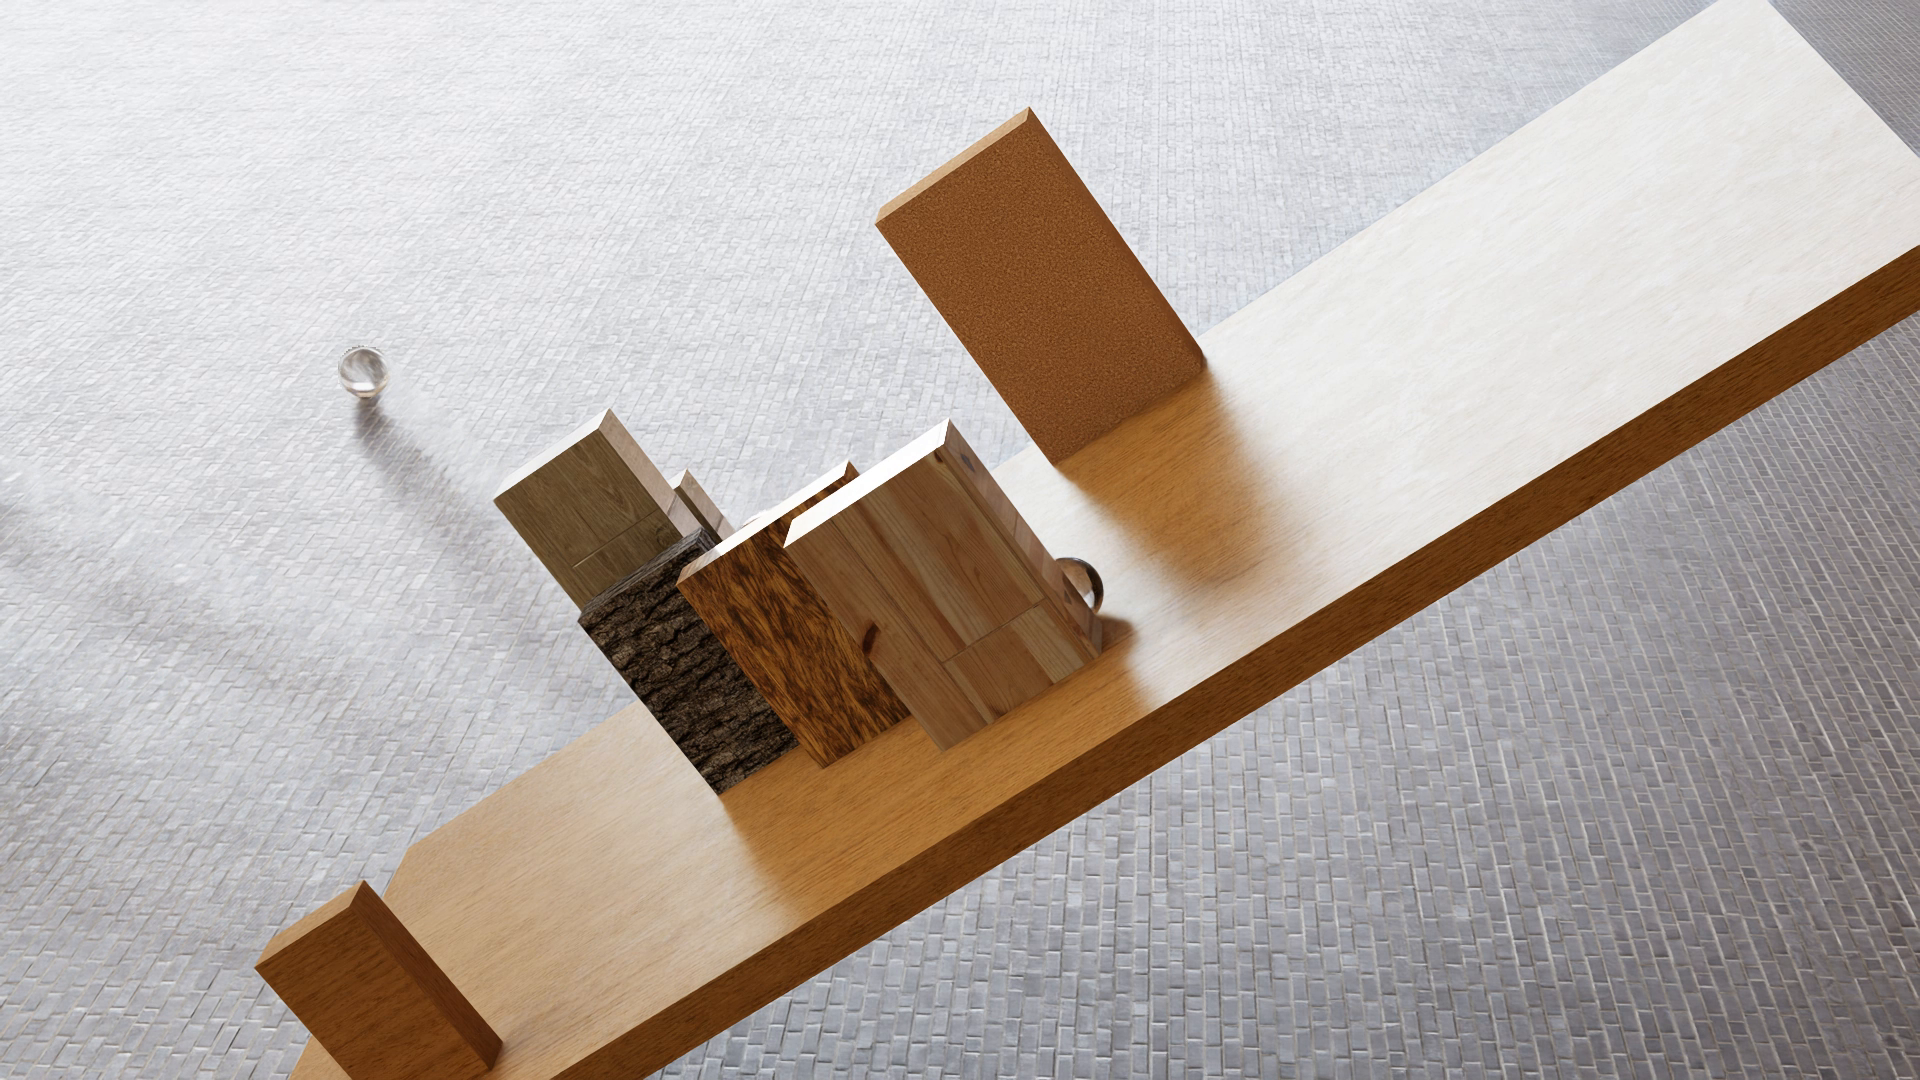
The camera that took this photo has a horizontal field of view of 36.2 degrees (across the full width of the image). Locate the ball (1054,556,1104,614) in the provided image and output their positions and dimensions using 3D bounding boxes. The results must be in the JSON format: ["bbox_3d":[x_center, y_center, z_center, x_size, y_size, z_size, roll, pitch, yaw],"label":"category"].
[{"bbox_3d":[0.216,0.105,5.872,0.144,0.144,0.144,0,22,0],"label":"ball"}]

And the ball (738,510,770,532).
[{"bbox_3d":[-0.420,0.030,6.670,0.195,0.195,0.195,0,22,0],"label":"ball"}]

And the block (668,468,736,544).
[{"bbox_3d":[-0.600,0.141,6.820,0.304,0.535,0.109,-33,16,15],"label":"block"}]

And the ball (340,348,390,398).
[{"bbox_3d":[-2.307,-0.648,11.400,0.194,0.194,0.194,0,22,0],"label":"ball"}]

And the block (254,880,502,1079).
[{"bbox_3d":[-1.164,0.934,5.906,0.250,0.448,0.113,-33,16,15],"label":"block"}]

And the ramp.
[{"bbox_3d":[0.135,0.175,6.308,4.000,0.100,2.000,-33,16,15],"label":"ramp"}]

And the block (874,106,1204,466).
[{"bbox_3d":[0.189,-0.588,6.870,0.428,0.716,0.145,-33,16,15],"label":"block"}]

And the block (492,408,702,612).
[{"bbox_3d":[-0.673,0.113,6.582,0.299,0.788,0.137,-33,16,15],"label":"block"}]

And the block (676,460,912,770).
[{"bbox_3d":[-0.259,0.159,6.074,0.429,0.504,0.094,-33,16,15],"label":"block"}]

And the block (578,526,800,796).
[{"bbox_3d":[-0.543,0.265,6.392,0.322,0.502,0.107,-33,16,15],"label":"block"}]

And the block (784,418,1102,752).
[{"bbox_3d":[-0.028,0.091,5.727,0.378,0.523,0.147,-33,16,15],"label":"block"}]
